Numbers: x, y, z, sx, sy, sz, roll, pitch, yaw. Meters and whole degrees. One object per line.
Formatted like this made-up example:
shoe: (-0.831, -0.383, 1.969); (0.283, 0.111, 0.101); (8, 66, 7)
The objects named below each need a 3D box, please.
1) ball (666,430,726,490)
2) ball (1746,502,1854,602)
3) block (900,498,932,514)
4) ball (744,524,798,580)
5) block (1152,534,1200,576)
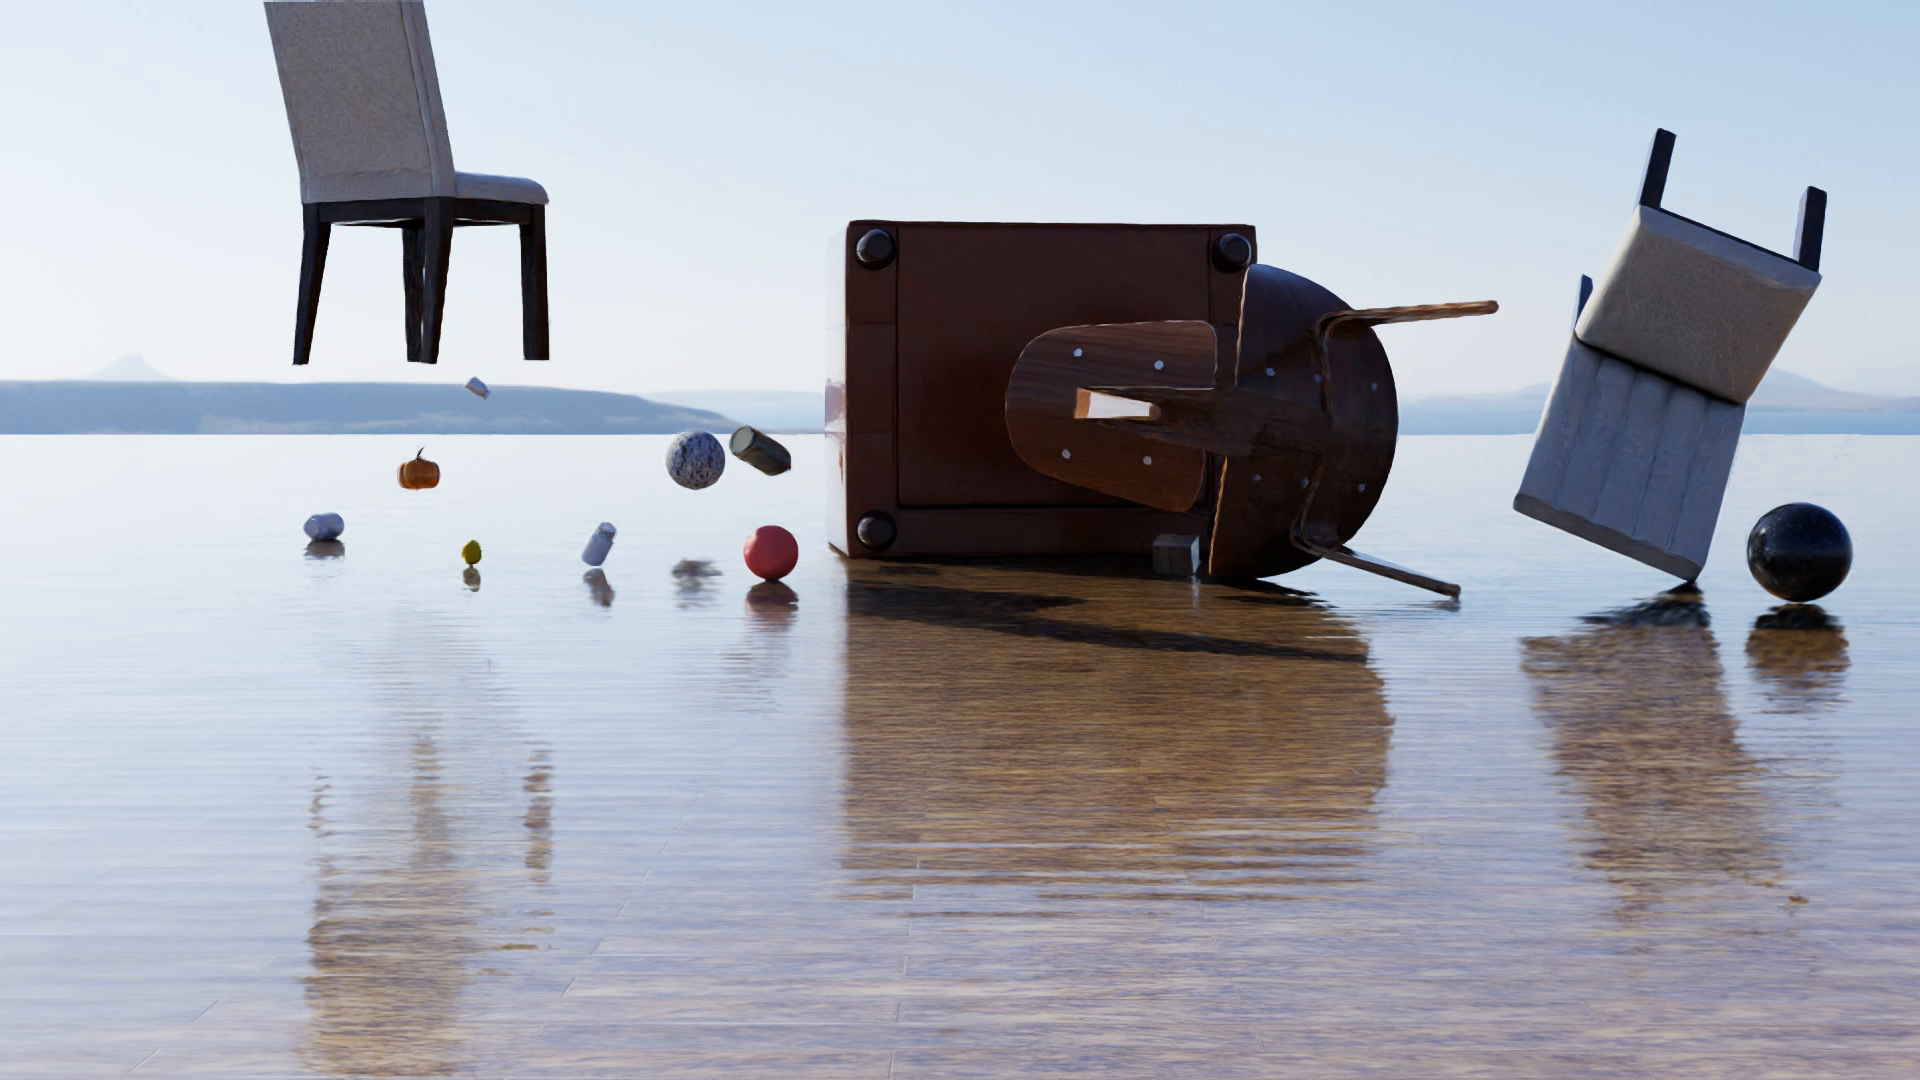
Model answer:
ball: (-0.884, -0.268, 7.354); (0.200, 0.200, 0.200); (0, 4, 0)
ball: (1.768, 0.025, 4.631); (0.212, 0.212, 0.212); (0, 4, 0)
block: (-0.160, -0.123, 7.972); (0.113, 0.049, 0.044); (-1, 4, -10)
ball: (-0.444, 0.029, 5.170); (0.130, 0.130, 0.130); (0, 4, 0)
block: (0.525, 0.036, 5.343); (0.097, 0.074, 0.076); (1, 22, 20)
